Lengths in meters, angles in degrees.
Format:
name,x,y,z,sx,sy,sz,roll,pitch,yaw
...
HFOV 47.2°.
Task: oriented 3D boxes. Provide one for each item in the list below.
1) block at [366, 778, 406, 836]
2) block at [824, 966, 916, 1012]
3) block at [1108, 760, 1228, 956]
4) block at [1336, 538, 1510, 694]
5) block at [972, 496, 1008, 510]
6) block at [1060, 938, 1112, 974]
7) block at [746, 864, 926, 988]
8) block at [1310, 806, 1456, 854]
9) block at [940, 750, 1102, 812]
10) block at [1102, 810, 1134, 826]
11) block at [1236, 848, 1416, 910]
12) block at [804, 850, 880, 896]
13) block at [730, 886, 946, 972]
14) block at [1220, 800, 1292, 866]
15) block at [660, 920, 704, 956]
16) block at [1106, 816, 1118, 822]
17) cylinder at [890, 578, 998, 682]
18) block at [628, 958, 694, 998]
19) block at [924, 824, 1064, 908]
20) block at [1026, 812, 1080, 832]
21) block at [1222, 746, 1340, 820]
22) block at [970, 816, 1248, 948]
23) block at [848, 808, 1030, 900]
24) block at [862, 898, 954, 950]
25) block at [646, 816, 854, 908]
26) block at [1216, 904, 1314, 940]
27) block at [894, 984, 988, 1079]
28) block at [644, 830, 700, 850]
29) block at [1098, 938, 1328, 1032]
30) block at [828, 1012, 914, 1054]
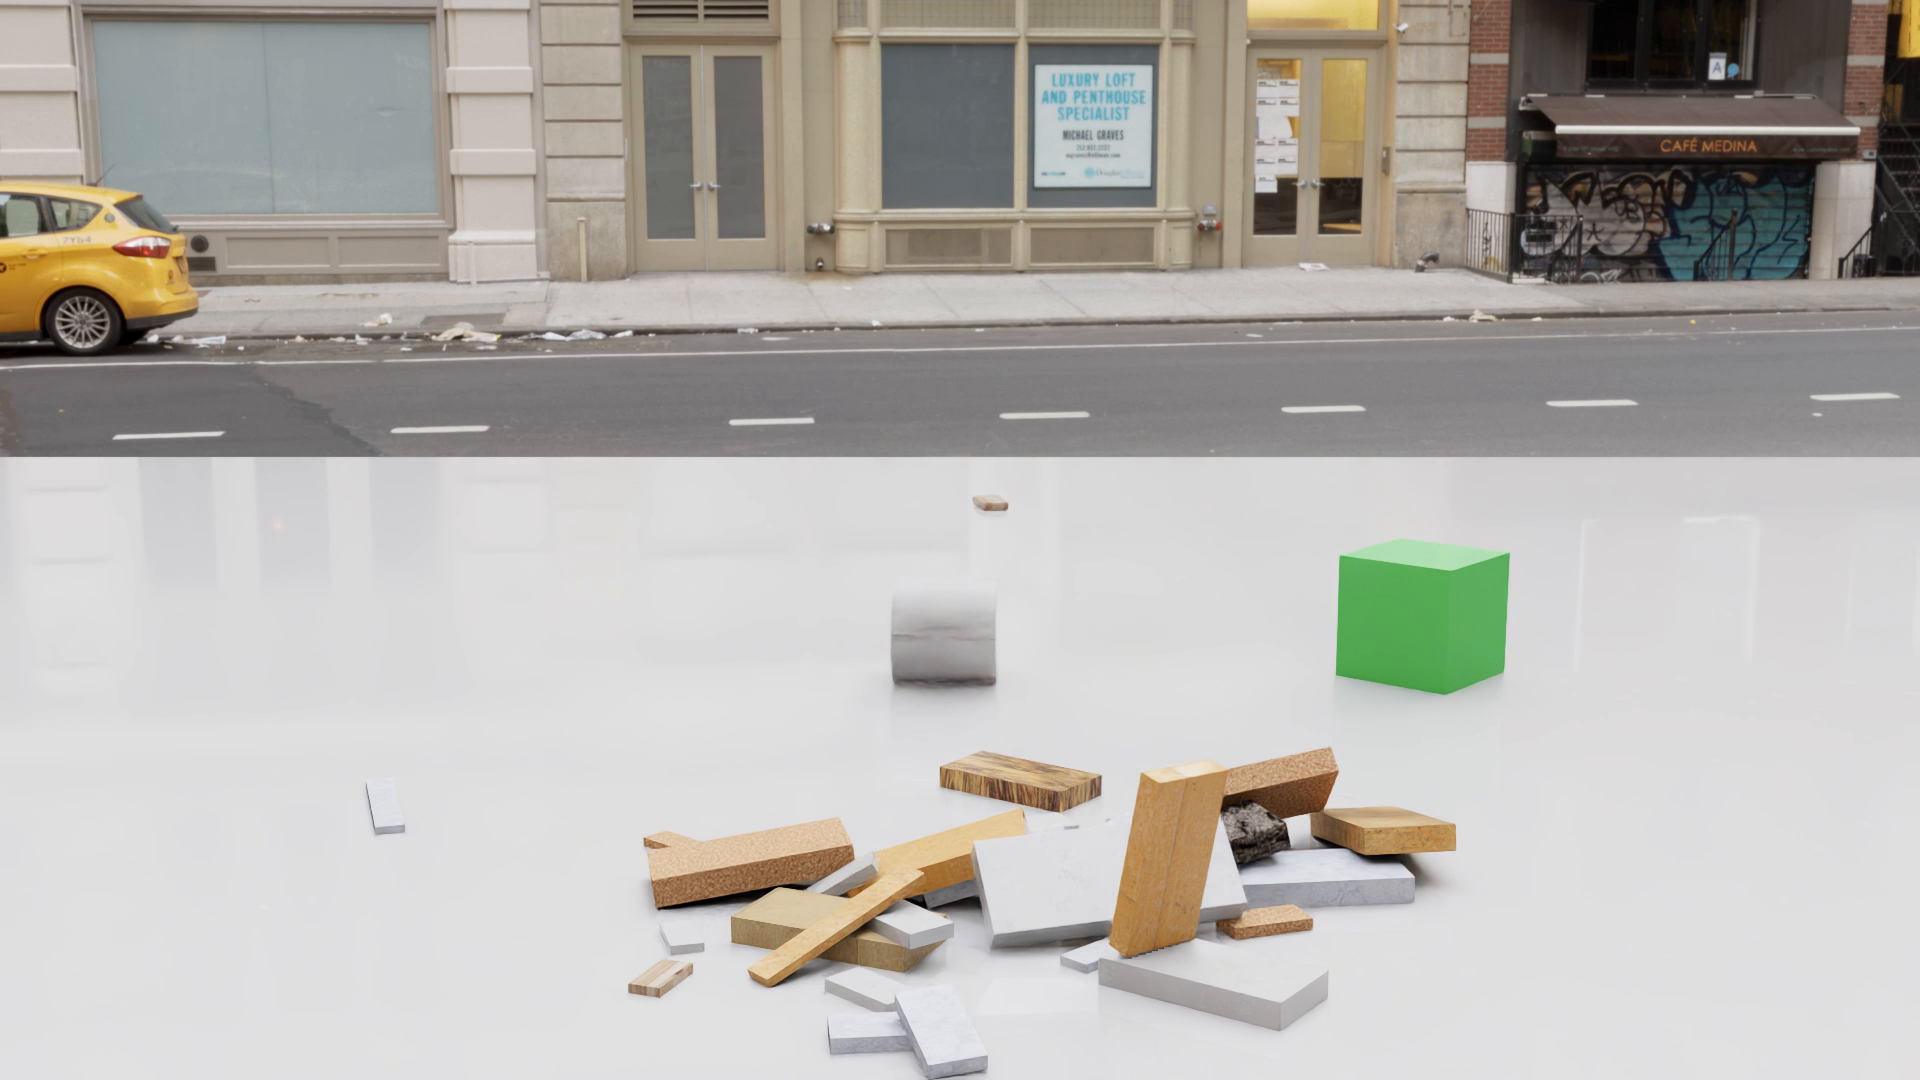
name,x,y,z,sx,sy,sz,roll,pitch,yaw
block,-1.079,0.498,4.125,0.053,0.015,0.310,-3,11,-18
block,-0.128,0.662,3.227,0.069,0.020,0.138,-10,14,-43
block,0.310,0.472,3.272,0.141,0.283,0.040,-5,22,-38
block,1.080,0.173,5.133,0.286,0.286,0.286,9,14,39
block,0.102,-0.126,7.462,0.081,0.023,0.163,-2,11,-13
block,0.211,0.637,3.372,0.109,0.015,0.054,-10,15,-43
block,-0.186,0.588,3.362,0.311,0.015,0.054,-30,26,-31
block,0.733,0.504,3.834,0.158,0.045,0.316,-1,-1,-8
block,0.116,0.464,4.238,0.283,0.040,0.141,8,13,36
block,0.222,0.526,3.665,0.249,0.035,0.125,-24,13,-10
block,0.582,0.566,3.677,0.316,0.045,0.158,-1,11,-7
block,-0.196,0.559,3.594,0.138,0.020,0.069,-31,10,5
block,-0.190,0.609,3.449,0.302,0.043,0.151,5,12,24
block,0.379,0.523,3.707,0.316,0.045,0.158,-15,12,-12
block,-0.436,0.623,3.450,0.053,0.015,0.105,-3,11,-17
block,0.358,0.516,4.002,0.163,0.023,0.081,-5,12,-27
cylinder,-0.033,0.207,5.081,0.238,0.238,0.238,0,11,2
block,-0.446,0.654,3.284,0.053,0.015,0.105,4,11,20
block,0.060,0.540,3.652,0.249,0.035,0.125,-17,10,2
block,0.124,0.524,3.963,0.163,0.023,0.081,-5,12,-26
block,0.486,0.453,3.859,0.333,0.047,0.167,-11,-30,-8
block,0.235,0.539,3.491,0.409,0.047,0.167,-5,52,-11
block,-0.033,0.529,3.636,0.302,0.043,0.151,-17,10,3
block,-0.093,0.586,3.389,0.084,0.024,0.167,-8,13,-37
block,-0.352,0.539,3.692,0.333,0.047,0.166,-9,10,-10
block,0.486,0.610,3.510,0.138,0.020,0.069,-4,11,-19
block,-0.027,0.675,3.028,0.084,0.024,0.167,-6,26,-16
block,-0.505,0.540,3.898,0.109,0.015,0.054,9,14,41
block,0.373,0.646,3.249,0.302,0.043,0.151,7,13,35
block,-0.100,0.688,3.076,0.167,0.024,0.084,-1,11,-6
